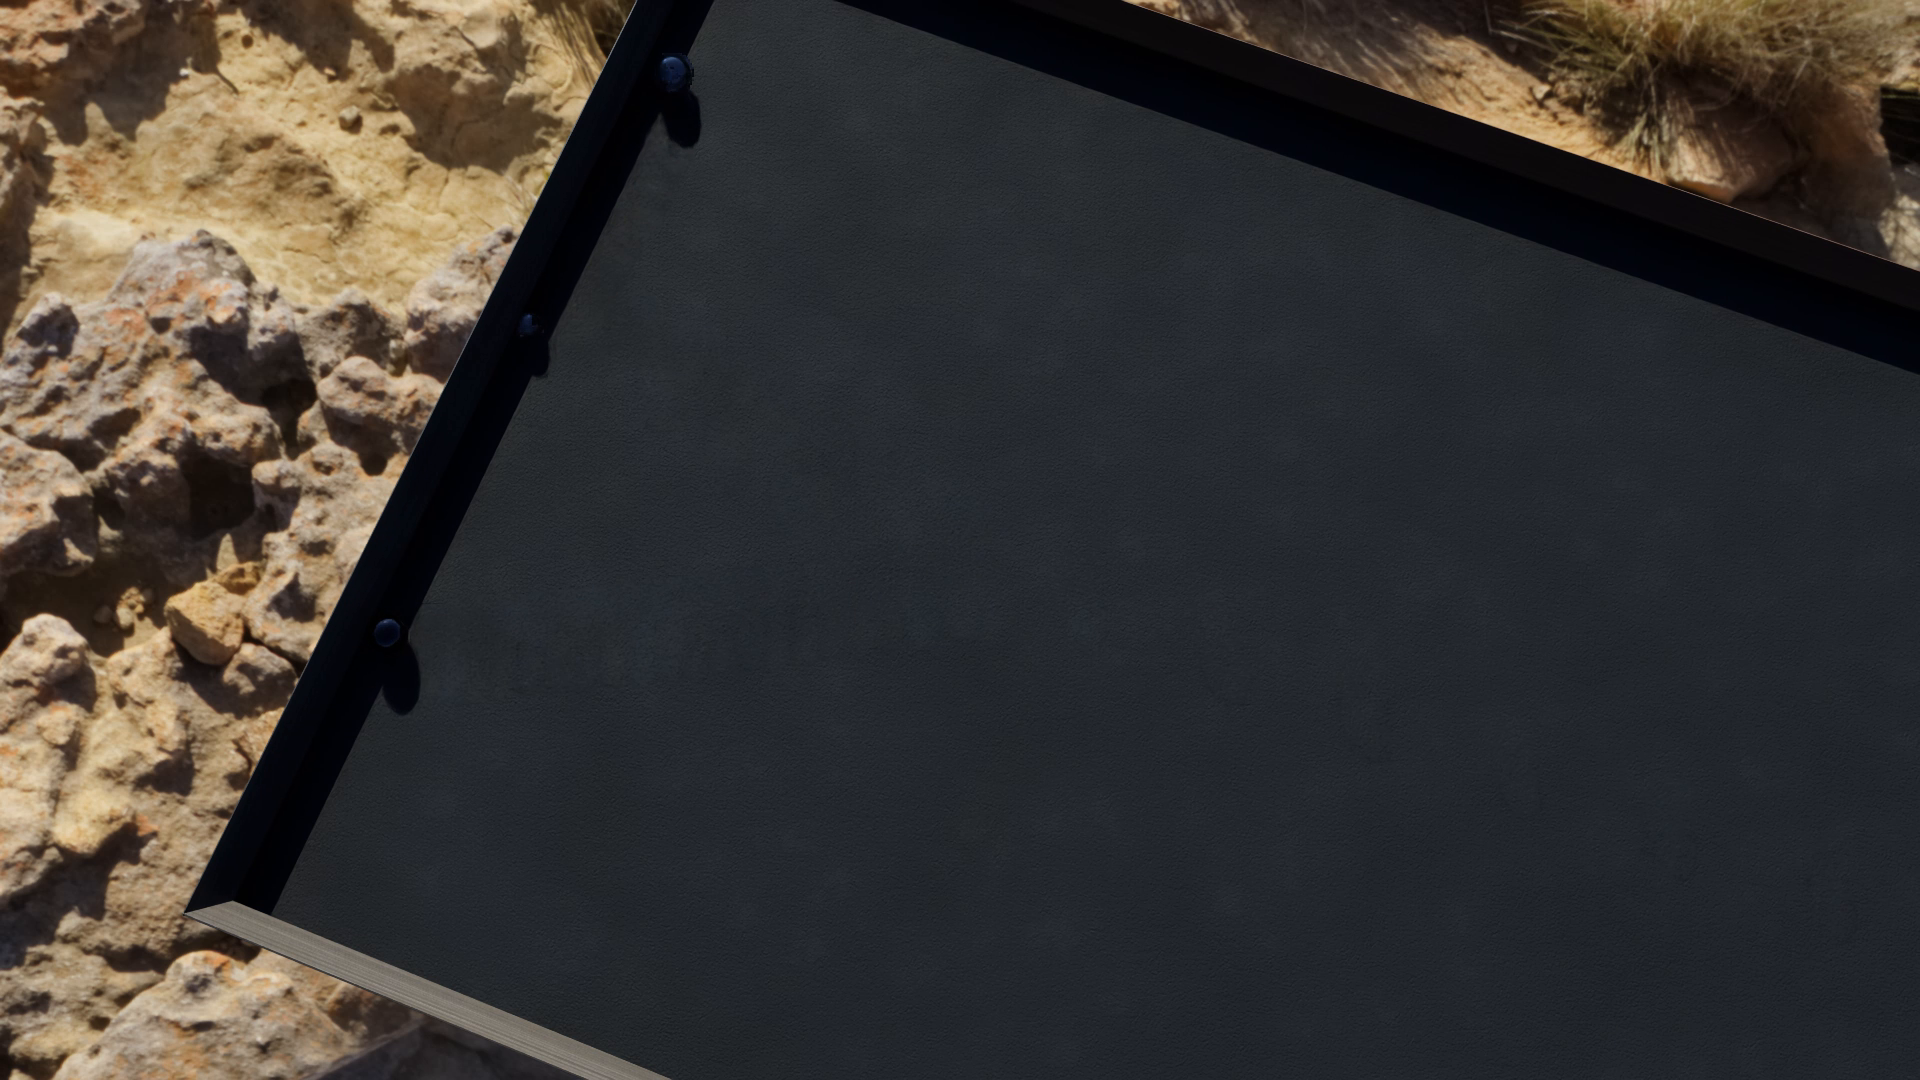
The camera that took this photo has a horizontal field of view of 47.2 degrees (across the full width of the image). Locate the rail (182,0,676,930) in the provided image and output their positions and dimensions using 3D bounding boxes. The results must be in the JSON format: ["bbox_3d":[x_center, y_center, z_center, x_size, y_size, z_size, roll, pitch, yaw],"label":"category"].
[{"bbox_3d":[-0.754,-0.285,3.481,0.045,0.082,1.909,20,73,6],"label":"rail"}]

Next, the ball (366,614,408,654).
[{"bbox_3d":[-0.873,0.144,3.355,0.062,0.062,0.062,0,72,0],"label":"ball"}]

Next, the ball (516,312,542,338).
[{"bbox_3d":[-0.690,-0.343,3.521,0.042,0.042,0.042,0,72,0],"label":"ball"}]

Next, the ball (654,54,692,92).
[{"bbox_3d":[-0.477,-0.774,3.649,0.063,0.063,0.063,0,72,0],"label":"ball"}]

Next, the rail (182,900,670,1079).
[{"bbox_3d":[0.437,1.109,3.033,3.332,0.082,0.045,20,73,6],"label":"rail"}]

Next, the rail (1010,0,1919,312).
[{"bbox_3d":[1.115,-0.542,3.564,3.332,0.082,0.045,20,73,6],"label":"rail"}]
